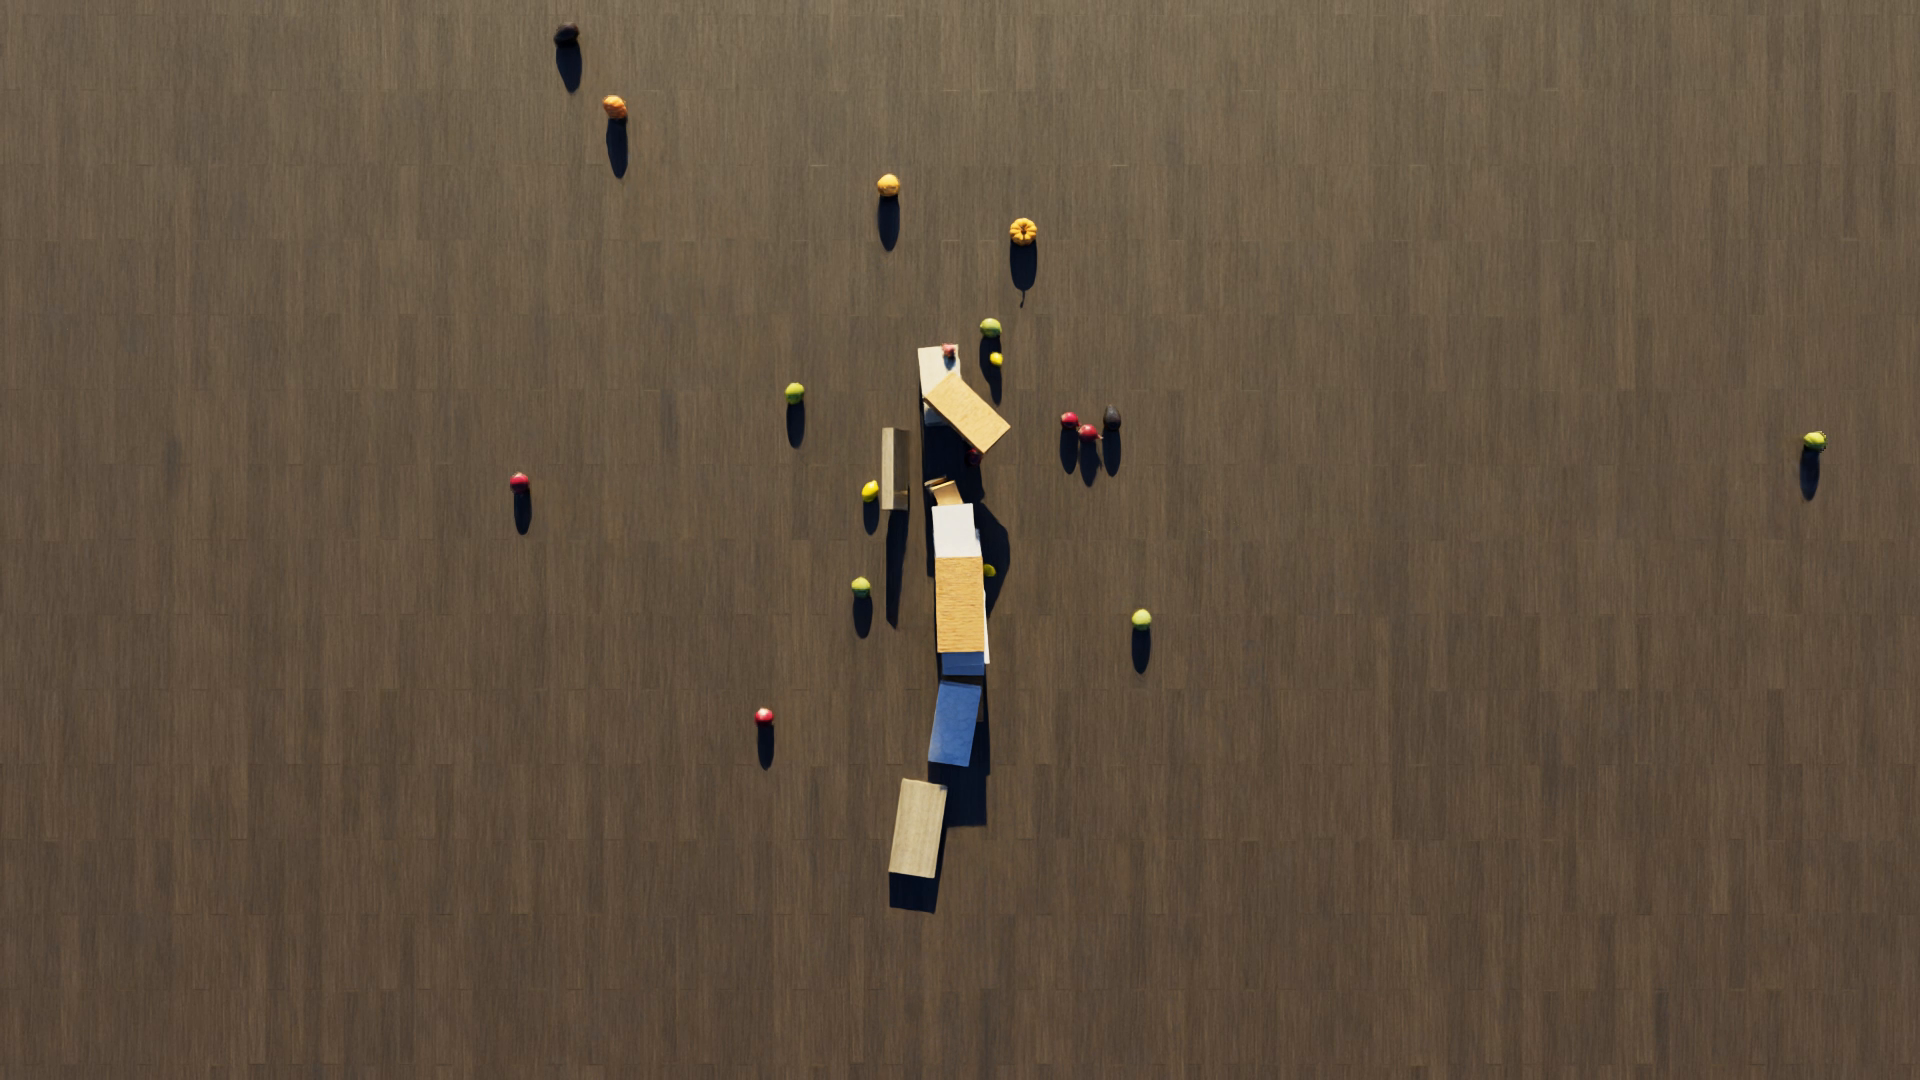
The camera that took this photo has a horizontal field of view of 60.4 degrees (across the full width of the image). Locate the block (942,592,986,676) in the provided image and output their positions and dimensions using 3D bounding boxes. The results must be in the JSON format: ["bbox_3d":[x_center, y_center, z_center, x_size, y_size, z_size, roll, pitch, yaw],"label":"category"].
[{"bbox_3d":[0.013,0.309,5.444,0.137,0.039,0.274,1,84,0],"label":"block"}]

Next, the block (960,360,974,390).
[{"bbox_3d":[-0.020,-0.464,5.481,0.131,0.037,0.262,-3,90,0],"label":"block"}]

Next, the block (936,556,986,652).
[{"bbox_3d":[0.000,0.208,5.328,0.153,0.043,0.305,-2,88,0],"label":"block"}]

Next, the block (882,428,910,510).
[{"bbox_3d":[-0.211,-0.232,5.432,0.037,0.132,0.264,0,90,21],"label":"block"}]

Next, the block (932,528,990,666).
[{"bbox_3d":[0.003,0.190,5.414,0.153,0.043,0.441,-4,84,0],"label":"block"}]

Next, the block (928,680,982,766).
[{"bbox_3d":[-0.019,0.606,5.442,0.137,0.039,0.274,8,105,-3],"label":"block"}]

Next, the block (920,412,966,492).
[{"bbox_3d":[-0.054,-0.293,5.448,0.131,0.037,0.262,-4,95,0],"label":"block"}]

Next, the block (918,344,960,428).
[{"bbox_3d":[-0.061,-0.507,5.420,0.131,0.037,0.262,-6,75,0],"label":"block"}]

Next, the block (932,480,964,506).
[{"bbox_3d":[-0.027,-0.113,5.411,0.077,0.022,0.155,-19,111,5],"label":"block"}]

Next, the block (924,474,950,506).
[{"bbox_3d":[-0.048,-0.141,5.442,0.077,0.022,0.155,-22,123,12],"label":"block"}]

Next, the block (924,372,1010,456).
[{"bbox_3d":[0.021,-0.410,5.355,0.264,0.037,0.132,44,70,3],"label":"block"}]

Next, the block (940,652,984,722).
[{"bbox_3d":[0.007,0.466,5.481,0.137,0.039,0.274,-1,90,0],"label":"block"}]

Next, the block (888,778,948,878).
[{"bbox_3d":[-0.139,0.957,5.478,0.153,0.043,0.305,8,90,0],"label":"block"}]

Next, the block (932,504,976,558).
[{"bbox_3d":[-0.010,0.079,5.373,0.132,0.037,0.386,-5,88,0],"label":"block"}]
